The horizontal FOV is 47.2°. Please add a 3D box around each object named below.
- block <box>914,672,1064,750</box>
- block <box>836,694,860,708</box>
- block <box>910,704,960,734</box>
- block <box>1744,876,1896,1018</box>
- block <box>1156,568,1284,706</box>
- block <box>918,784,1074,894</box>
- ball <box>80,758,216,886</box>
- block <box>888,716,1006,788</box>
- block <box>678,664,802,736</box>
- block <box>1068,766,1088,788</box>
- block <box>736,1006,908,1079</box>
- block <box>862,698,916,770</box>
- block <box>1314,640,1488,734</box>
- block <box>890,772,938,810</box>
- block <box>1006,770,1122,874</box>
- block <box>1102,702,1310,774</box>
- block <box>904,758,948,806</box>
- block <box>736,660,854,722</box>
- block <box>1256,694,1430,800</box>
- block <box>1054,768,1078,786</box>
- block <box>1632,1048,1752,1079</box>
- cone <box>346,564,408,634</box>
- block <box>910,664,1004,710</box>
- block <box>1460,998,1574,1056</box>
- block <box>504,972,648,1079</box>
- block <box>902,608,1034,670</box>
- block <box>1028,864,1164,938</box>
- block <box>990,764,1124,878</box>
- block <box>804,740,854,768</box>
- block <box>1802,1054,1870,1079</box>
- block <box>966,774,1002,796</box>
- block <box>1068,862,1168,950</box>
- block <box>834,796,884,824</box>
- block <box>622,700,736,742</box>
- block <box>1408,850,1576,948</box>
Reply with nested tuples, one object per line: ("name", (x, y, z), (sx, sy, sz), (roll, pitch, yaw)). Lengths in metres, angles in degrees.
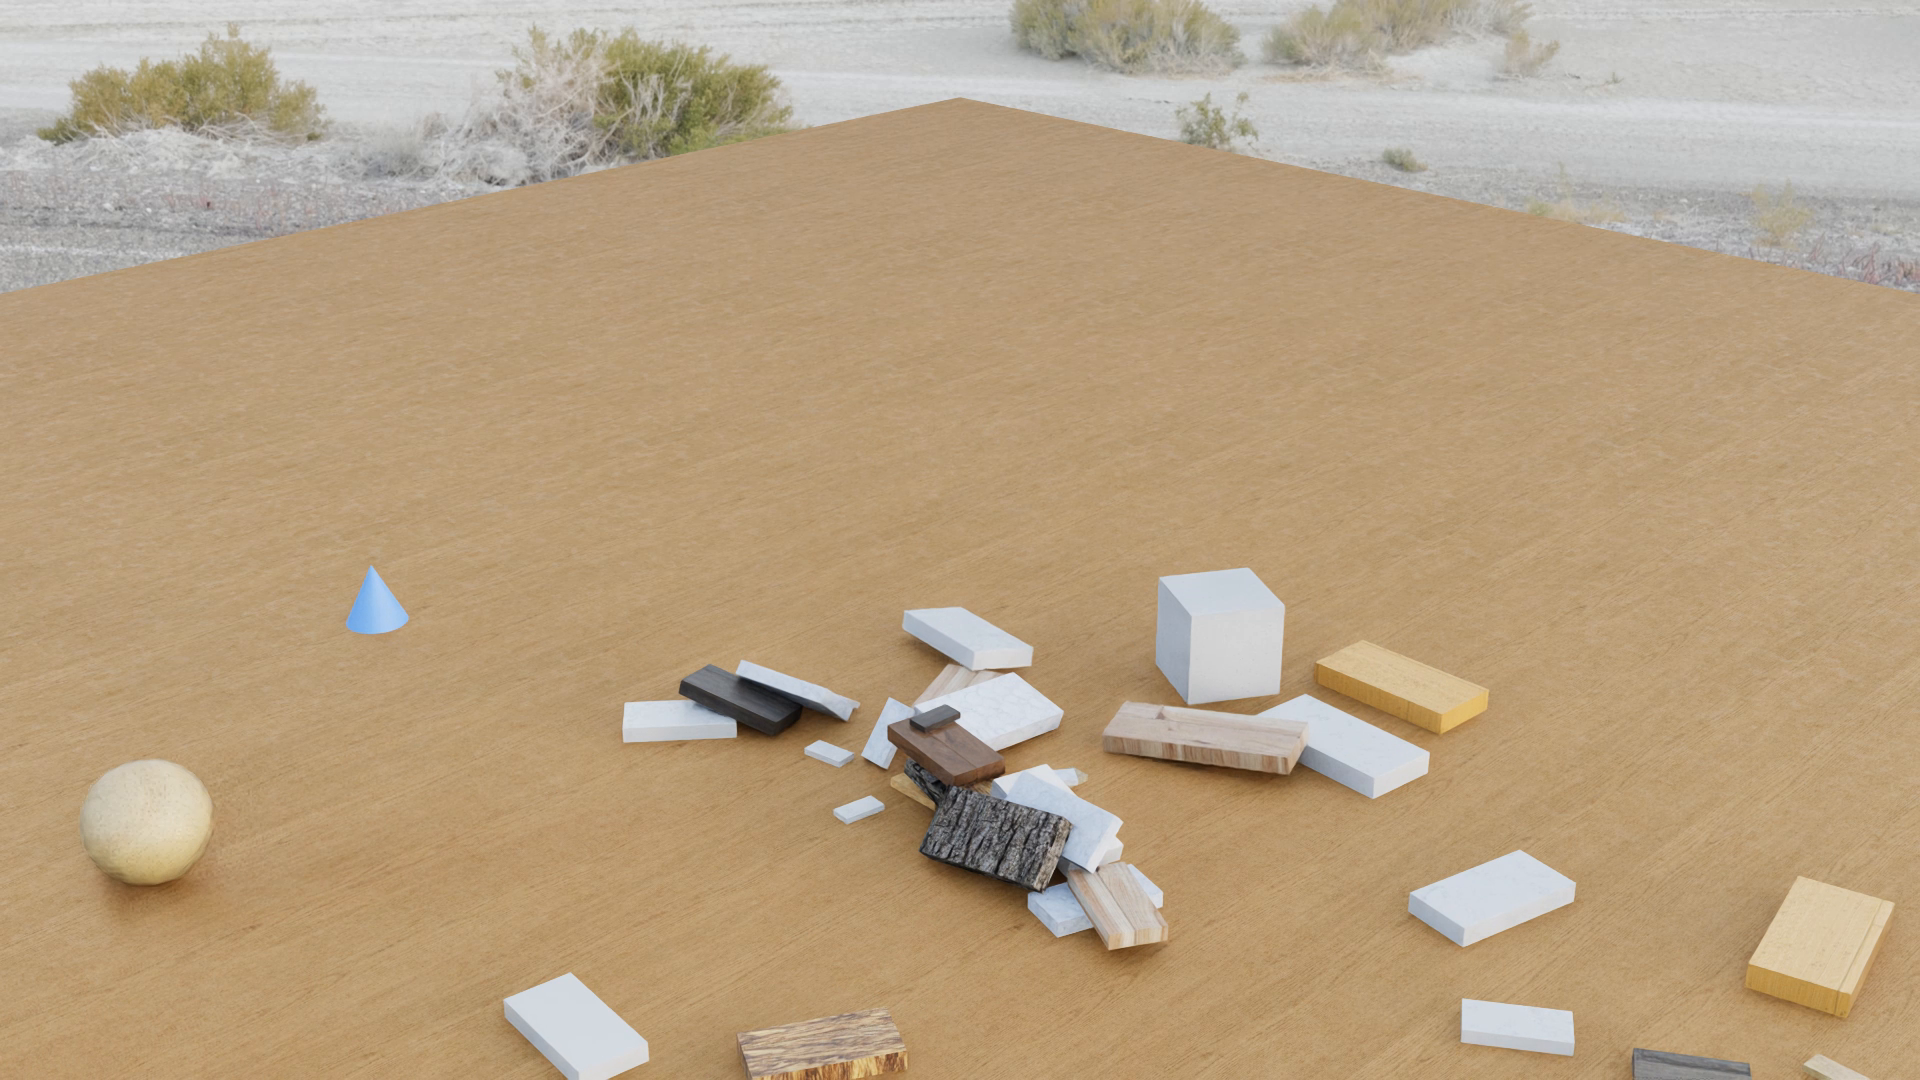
("block", (0.059, 0.379, 4.713), (0.158, 0.045, 0.316), (37, 33, 31))
("block", (-0.275, 0.350, 4.887), (0.099, 0.014, 0.050), (17, -5, 35))
("block", (-0.051, 0.368, 4.529), (0.097, 0.014, 0.049), (-20, 31, -36))
("block", (1.558, 0.731, 3.976), (0.174, 0.049, 0.347), (14, 27, 30))
("block", (0.585, 0.215, 4.974), (0.218, 0.218, 0.218), (-6, 24, -13))
("block", (0.067, 0.570, 4.209), (0.287, 0.041, 0.144), (10, 68, 40))
("ball", (-1.546, 0.537, 4.188), (0.241, 0.241, 0.241), (0, 23, 0))
("block", (-0.029, 0.424, 4.464), (0.123, 0.035, 0.247), (-16, 29, -31))
("block", (-0.479, 0.349, 4.812), (0.243, 0.034, 0.121), (22, 22, 19))
("block", (0.213, 0.500, 4.565), (0.097, 0.014, 0.049), (-18, 29, -36))
("block", (-0.233, 0.858, 3.692), (0.262, 0.037, 0.131), (-7, 24, -16))
("block", (-0.151, 0.408, 4.643), (0.068, 0.137, 0.019), (24, -3, 44))
("block", (0.986, 0.326, 4.929), (0.174, 0.049, 0.347), (-20, 30, -39))
("block", (-0.072, 0.512, 4.529), (0.068, 0.019, 0.137), (-19, 30, -38))
("block", (0.186, 0.537, 4.201), (0.244, 0.032, 0.113), (22, 75, 42))
("block", (0.519, 0.417, 4.658), (0.412, 0.041, 0.144), (5, 28, 26))
("block", (0.011, 0.509, 4.434), (0.123, 0.035, 0.247), (-16, 42, -37))
("block", (-0.365, 0.332, 4.841), (0.243, 0.034, 0.121), (16, -15, 33))
("block", (0.803, 0.435, 4.672), (0.174, 0.049, 0.347), (-18, 29, -36))
("block", (0.194, 0.493, 4.547), (0.094, 0.013, 0.047), (-3, 23, -7))
("block", (1.209, 0.889, 3.631), (0.185, 0.026, 0.093), (5, 24, 12))
("cone", (-1.405, 0.127, 5.274), (0.147, 0.147, 0.147), (0, 23, 0))
("block", (-0.009, 0.370, 4.831), (0.158, 0.045, 0.316), (9, 24, 19))
("block", (0.953, 0.833, 3.763), (0.185, 0.026, 0.093), (5, 23, 11))
("block", (-0.656, 0.834, 3.747), (0.131, 0.037, 0.262), (-17, 28, -35))
("block", (0.015, 0.227, 5.105), (0.158, 0.045, 0.316), (-2, 17, -32))
("block", (0.254, 0.676, 4.127), (0.227, 0.032, 0.113), (-11, 26, -25))
("block", (0.188, 0.546, 4.302), (0.131, 0.037, 0.262), (-12, 40, -33))
("block", (-0.278, 0.454, 4.673), (0.097, 0.014, 0.049), (17, 28, 34))
("block", (1.503, 0.910, 3.599), (0.047, 0.013, 0.242), (-19, 29, -37))
("block", (0.112, 0.556, 4.329), (0.247, 0.035, 0.123), (35, 39, 31))
("block", (0.289, 0.672, 4.053), (0.113, 0.032, 0.227), (-7, 24, -15))
("block", (-0.205, 0.547, 4.456), (0.094, 0.013, 0.047), (-17, 28, -34))
("block", (-0.609, 0.392, 4.793), (0.243, 0.034, 0.122), (-2, 23, -5))
("block", (0.999, 0.670, 4.129), (0.287, 0.041, 0.144), (-14, 27, -30))
